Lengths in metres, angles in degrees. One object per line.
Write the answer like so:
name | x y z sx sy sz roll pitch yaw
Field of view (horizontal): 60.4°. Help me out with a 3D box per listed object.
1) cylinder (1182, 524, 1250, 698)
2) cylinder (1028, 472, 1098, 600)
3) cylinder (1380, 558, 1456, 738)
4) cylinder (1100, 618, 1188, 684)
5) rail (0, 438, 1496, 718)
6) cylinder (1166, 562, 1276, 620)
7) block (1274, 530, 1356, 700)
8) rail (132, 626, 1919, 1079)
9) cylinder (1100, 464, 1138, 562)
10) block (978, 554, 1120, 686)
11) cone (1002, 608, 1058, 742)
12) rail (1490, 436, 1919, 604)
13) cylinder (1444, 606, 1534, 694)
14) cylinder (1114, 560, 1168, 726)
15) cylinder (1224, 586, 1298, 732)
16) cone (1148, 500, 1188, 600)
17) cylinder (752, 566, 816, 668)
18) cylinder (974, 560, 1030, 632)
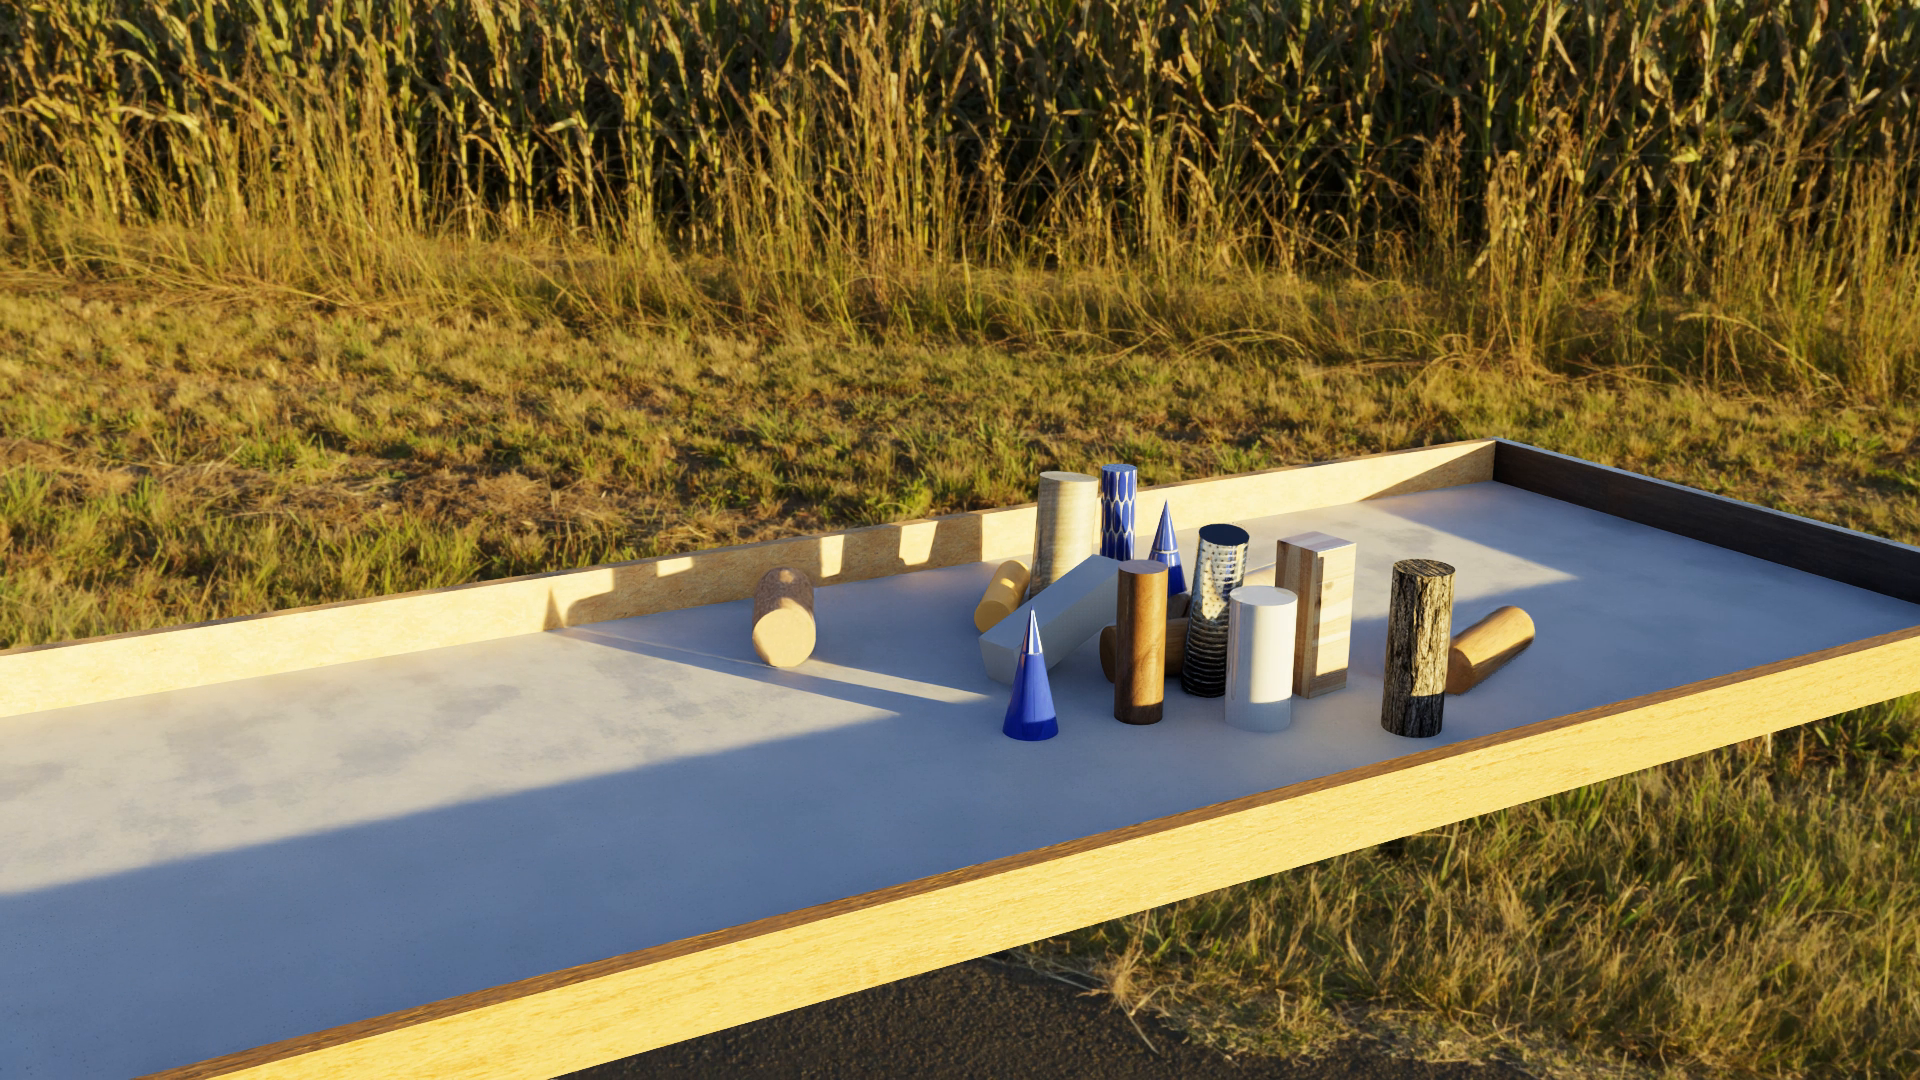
cylinder | 0.617 0.173 3.997 0.120 0.418 0.120 2 27 -1
cylinder | 0.288 0.011 4.613 0.165 0.381 0.165 4 11 -1
cylinder | 1.058 0.250 3.813 0.138 0.390 0.138 0 16 0
cylinder | 0.579 0.268 4.189 0.426 0.143 0.143 -5 17 -17
rail | -3.305 0.497 3.399 12.000 0.150 0.050 -9 18 -27
cylinder | 0.745 0.178 4.470 0.417 0.157 0.157 -14 22 -40
block | 0.868 0.183 4.066 0.133 0.375 0.133 -11 20 -34
rail | -2.336 1.006 1.665 12.000 0.150 0.050 -9 18 -27
cylinder | 0.460 -0.033 4.816 0.103 0.366 0.103 0 16 0
block | 0.253 0.204 4.225 0.121 0.121 0.448 16 40 44
cone | 0.165 0.294 3.803 0.132 0.311 0.132 0 16 0
rail | 2.466 -0.048 5.253 0.050 0.150 2.100 -9 18 -27
cylinder | 1.326 0.276 4.195 0.124 0.124 0.395 13 21 38
cylinder | 0.424 0.240 3.877 0.116 0.373 0.116 0 16 0
cylinder | 0.703 0.277 3.864 0.155 0.310 0.155 0 16 0
cone | 0.582 0.031 4.691 0.160 0.315 0.160 0 16 0
cylinder | -0.468 0.200 4.391 0.159 0.159 0.365 -2 16 -5
cylinder | 0.122 0.159 4.632 0.102 0.102 0.380 3 17 10
